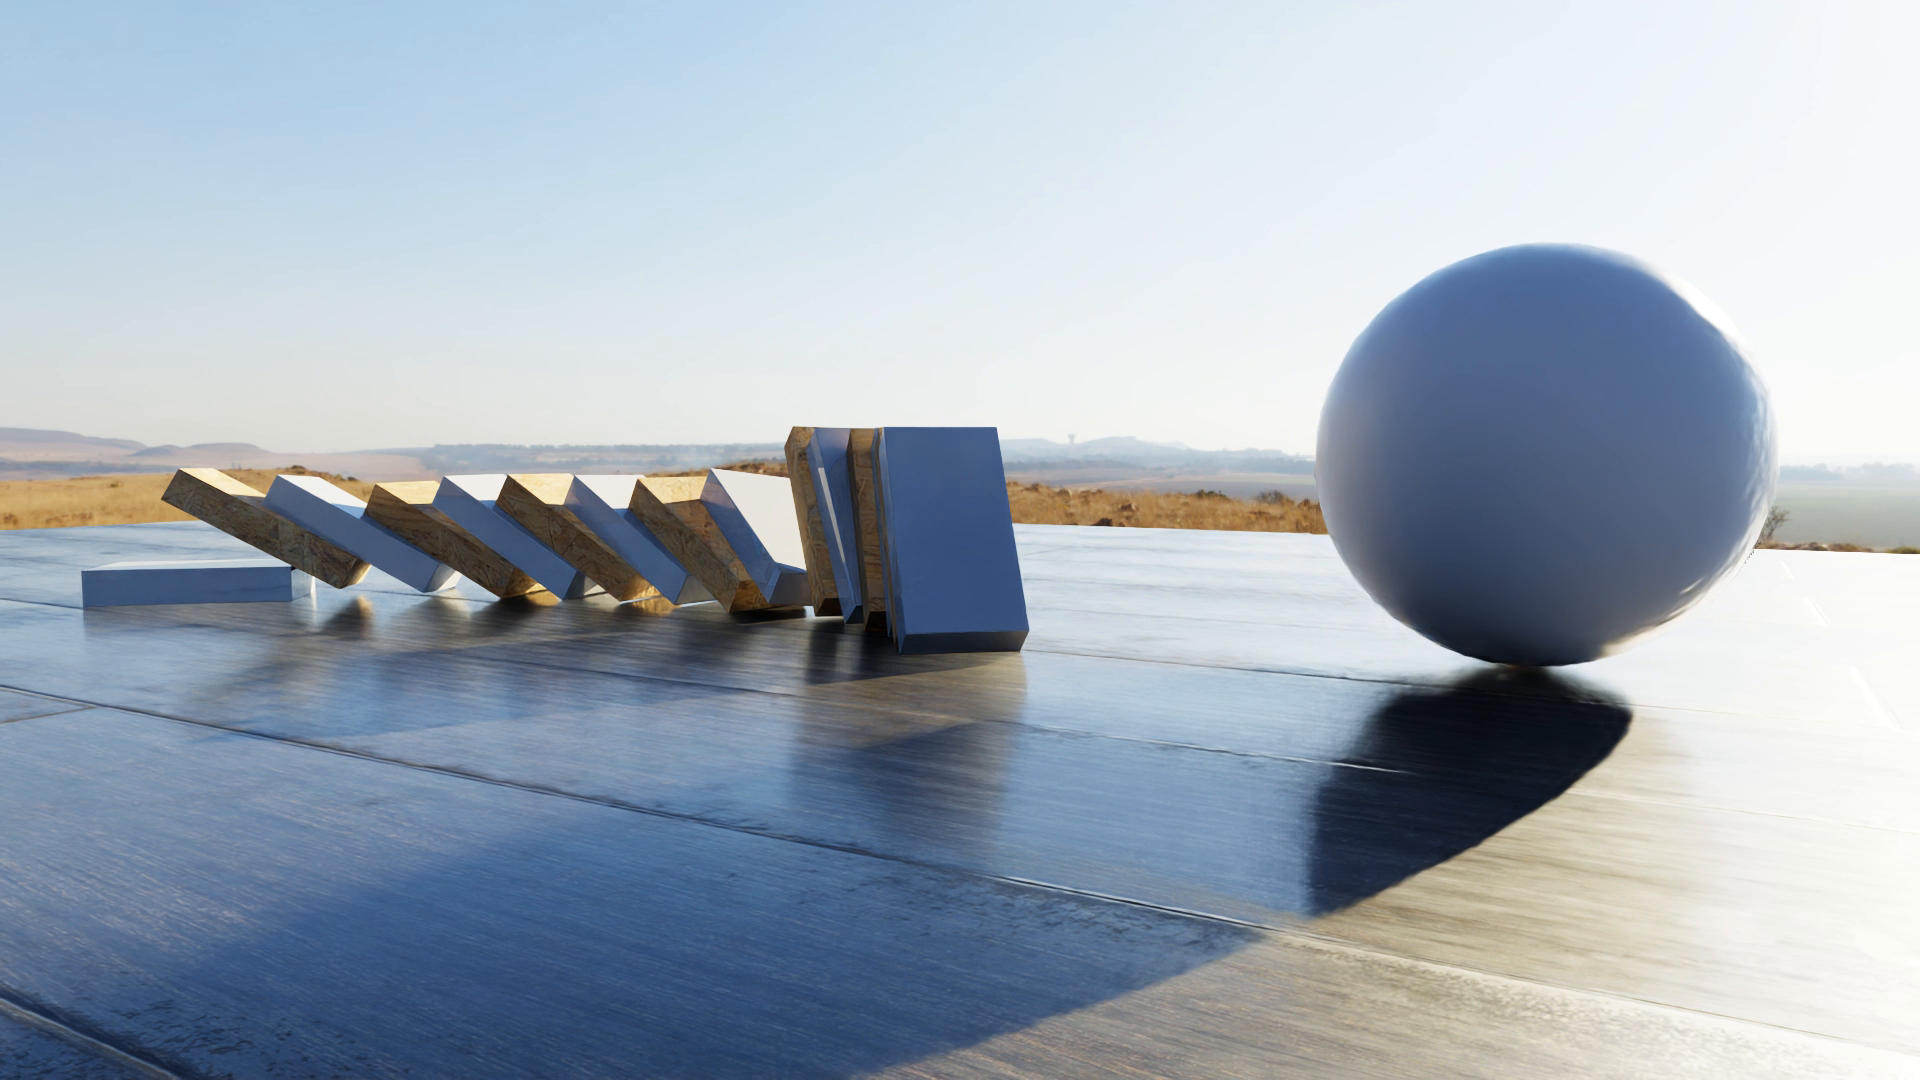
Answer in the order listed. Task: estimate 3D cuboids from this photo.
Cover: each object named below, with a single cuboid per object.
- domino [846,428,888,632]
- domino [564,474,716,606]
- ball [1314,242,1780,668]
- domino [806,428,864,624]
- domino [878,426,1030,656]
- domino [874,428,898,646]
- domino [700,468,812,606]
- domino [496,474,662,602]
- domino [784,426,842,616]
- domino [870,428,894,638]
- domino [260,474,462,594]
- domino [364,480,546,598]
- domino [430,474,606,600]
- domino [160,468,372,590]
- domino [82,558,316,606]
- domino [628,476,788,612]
[{"bbox_3d":[-0.012,-0.003,0.303,0.025,0.050,0.010,-1,-31,-13],"label":"domino"},{"bbox_3d":[-0.084,-0.001,0.355,0.050,0.010,0.025,37,21,26],"label":"domino"},{"bbox_3d":[0.109,-0.016,0.245,0.080,0.080,0.080,0,4,0],"label":"ball"},{"bbox_3d":[-0.020,-0.004,0.315,0.025,0.050,0.009,-2,-30,-25],"label":"domino"},{"bbox_3d":[-0.002,-0.001,0.269,0.025,0.050,0.010,-1,-31,-12],"label":"domino"},{"bbox_3d":[-0.004,-0.002,0.281,0.025,0.050,0.009,-1,-31,-12],"label":"domino"},{"bbox_3d":[-0.048,-0.001,0.339,0.025,0.009,0.050,6,29,-38],"label":"domino"},{"bbox_3d":[-0.103,-0.002,0.361,0.050,0.009,0.025,34,16,19],"label":"domino"},{"bbox_3d":[-0.028,-0.005,0.324,0.025,0.050,0.009,0,-31,-24],"label":"domino"},{"bbox_3d":[-0.006,-0.003,0.292,0.025,0.050,0.009,-1,-31,-11],"label":"domino"},{"bbox_3d":[-0.168,-0.002,0.366,0.050,0.009,0.025,29,0,-3],"label":"domino"},{"bbox_3d":[-0.142,-0.001,0.369,0.050,0.009,0.025,29,11,12],"label":"domino"},{"bbox_3d":[-0.122,-0.002,0.365,0.050,0.009,0.025,33,14,14],"label":"domino"},{"bbox_3d":[-0.191,-0.003,0.358,0.050,0.010,0.025,30,-3,-12],"label":"domino"},{"bbox_3d":[-0.208,0.011,0.353,0.050,0.009,0.025,-1,4,-14],"label":"domino"},{"bbox_3d":[-0.065,0.000,0.345,0.025,0.010,0.050,-5,36,-48],"label":"domino"}]
